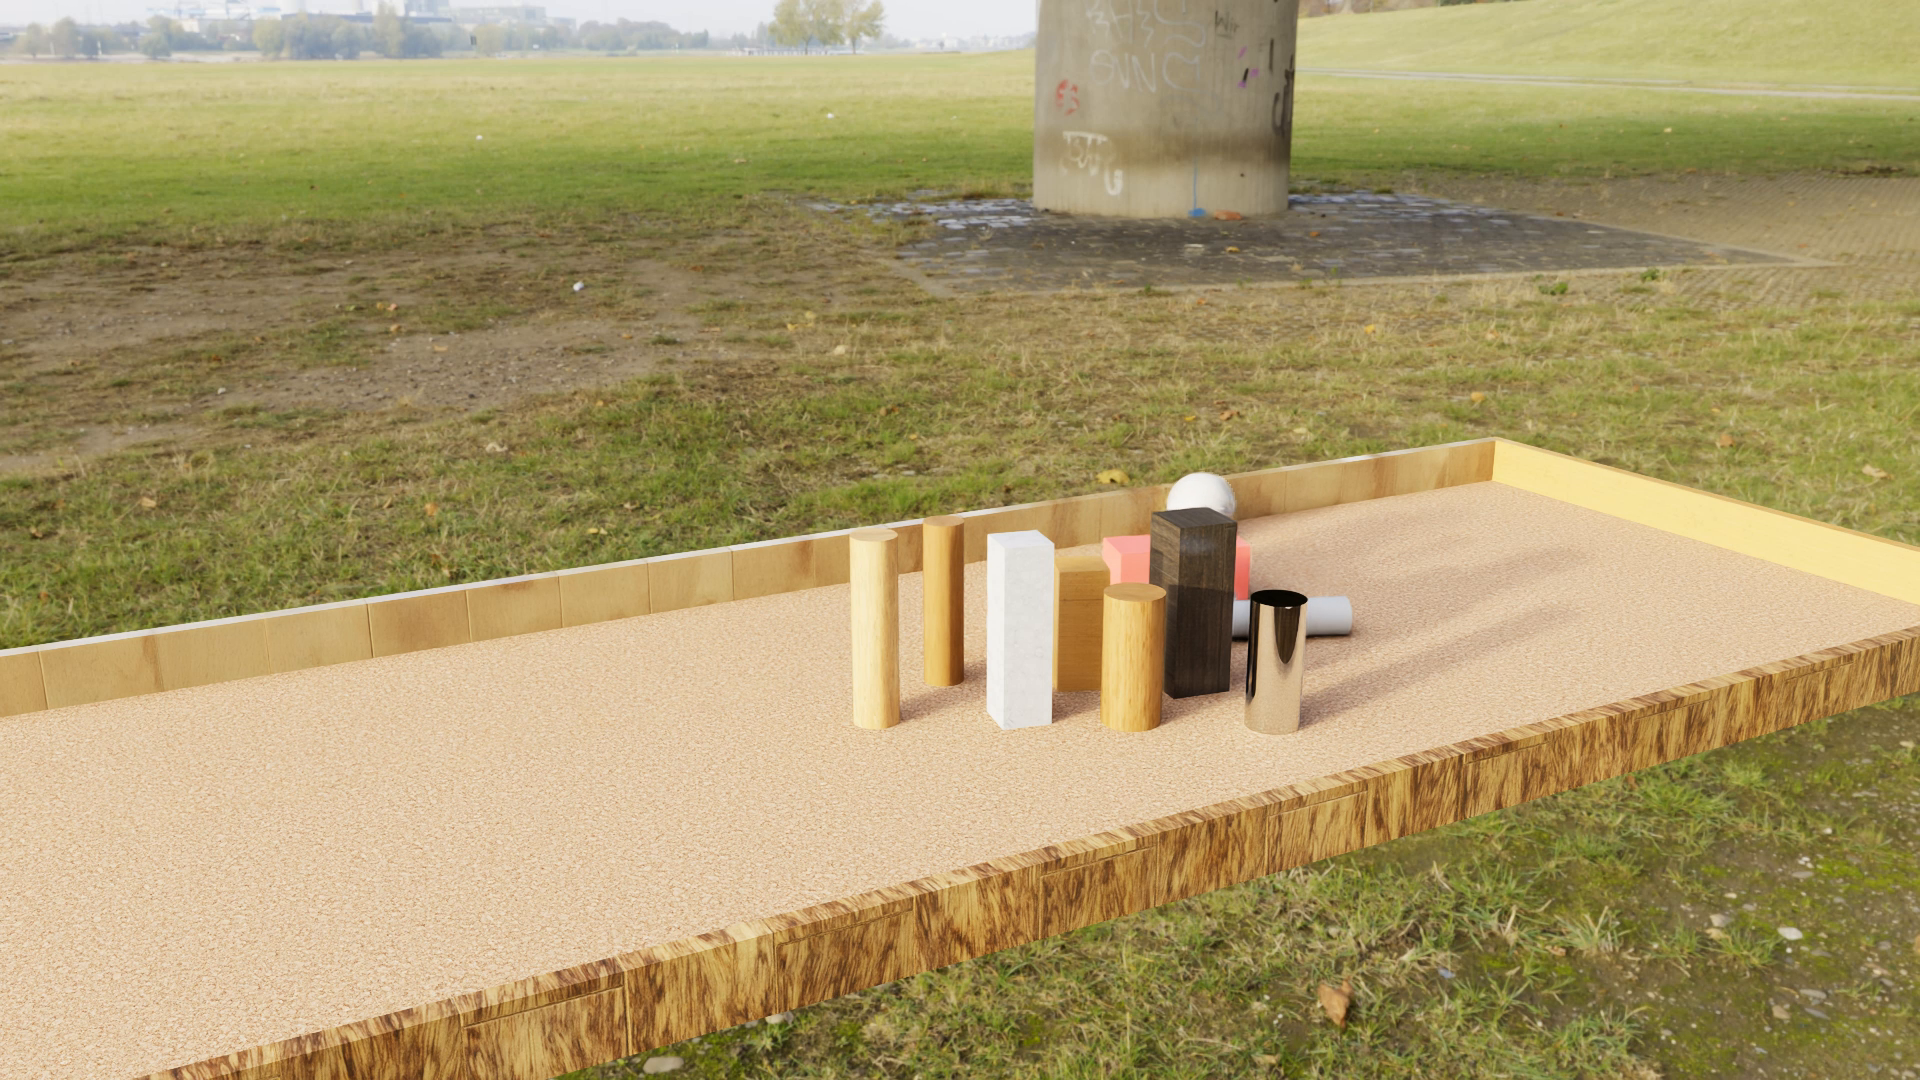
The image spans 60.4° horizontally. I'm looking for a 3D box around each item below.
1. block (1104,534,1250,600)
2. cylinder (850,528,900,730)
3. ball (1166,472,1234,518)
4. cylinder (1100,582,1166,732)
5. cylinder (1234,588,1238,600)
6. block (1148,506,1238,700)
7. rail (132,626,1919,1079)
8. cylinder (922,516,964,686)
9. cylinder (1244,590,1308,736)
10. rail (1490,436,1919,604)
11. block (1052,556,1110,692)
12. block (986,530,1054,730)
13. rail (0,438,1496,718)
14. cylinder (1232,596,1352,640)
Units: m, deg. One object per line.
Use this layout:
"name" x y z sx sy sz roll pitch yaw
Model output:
"block" 0.622 0.086 4.765 0.385 0.169 0.169 -3 17 -12
"cylinder" -0.198 0.207 3.839 0.111 0.457 0.111 0 16 0
"ball" 0.779 -0.111 5.346 0.217 0.217 0.217 0 16 0
"cylinder" 0.404 0.273 3.860 0.145 0.319 0.145 0 16 0
"cylinder" 0.551 0.182 4.519 0.407 0.122 0.122 -6 18 -21
"block" 0.568 0.153 4.064 0.153 0.435 0.153 -6 17 -19
"rail" -2.336 1.006 1.665 12.000 0.150 0.050 -9 18 -27
"cylinder" -0.041 0.152 4.101 0.102 0.415 0.102 0 16 0
"cylinder" 0.734 0.284 3.835 0.130 0.313 0.130 0 16 0
"rail" 2.466 -0.048 5.253 0.050 0.150 2.100 -9 18 -27
"block" 0.297 0.207 4.100 0.125 0.310 0.125 -2 16 -6
"block" 0.140 0.210 3.856 0.120 0.442 0.120 -5 17 -17
"rail" -3.305 0.497 3.399 12.000 0.150 0.050 -9 18 -27
"cylinder" 0.856 0.211 4.454 0.381 0.104 0.104 -2 16 -7
